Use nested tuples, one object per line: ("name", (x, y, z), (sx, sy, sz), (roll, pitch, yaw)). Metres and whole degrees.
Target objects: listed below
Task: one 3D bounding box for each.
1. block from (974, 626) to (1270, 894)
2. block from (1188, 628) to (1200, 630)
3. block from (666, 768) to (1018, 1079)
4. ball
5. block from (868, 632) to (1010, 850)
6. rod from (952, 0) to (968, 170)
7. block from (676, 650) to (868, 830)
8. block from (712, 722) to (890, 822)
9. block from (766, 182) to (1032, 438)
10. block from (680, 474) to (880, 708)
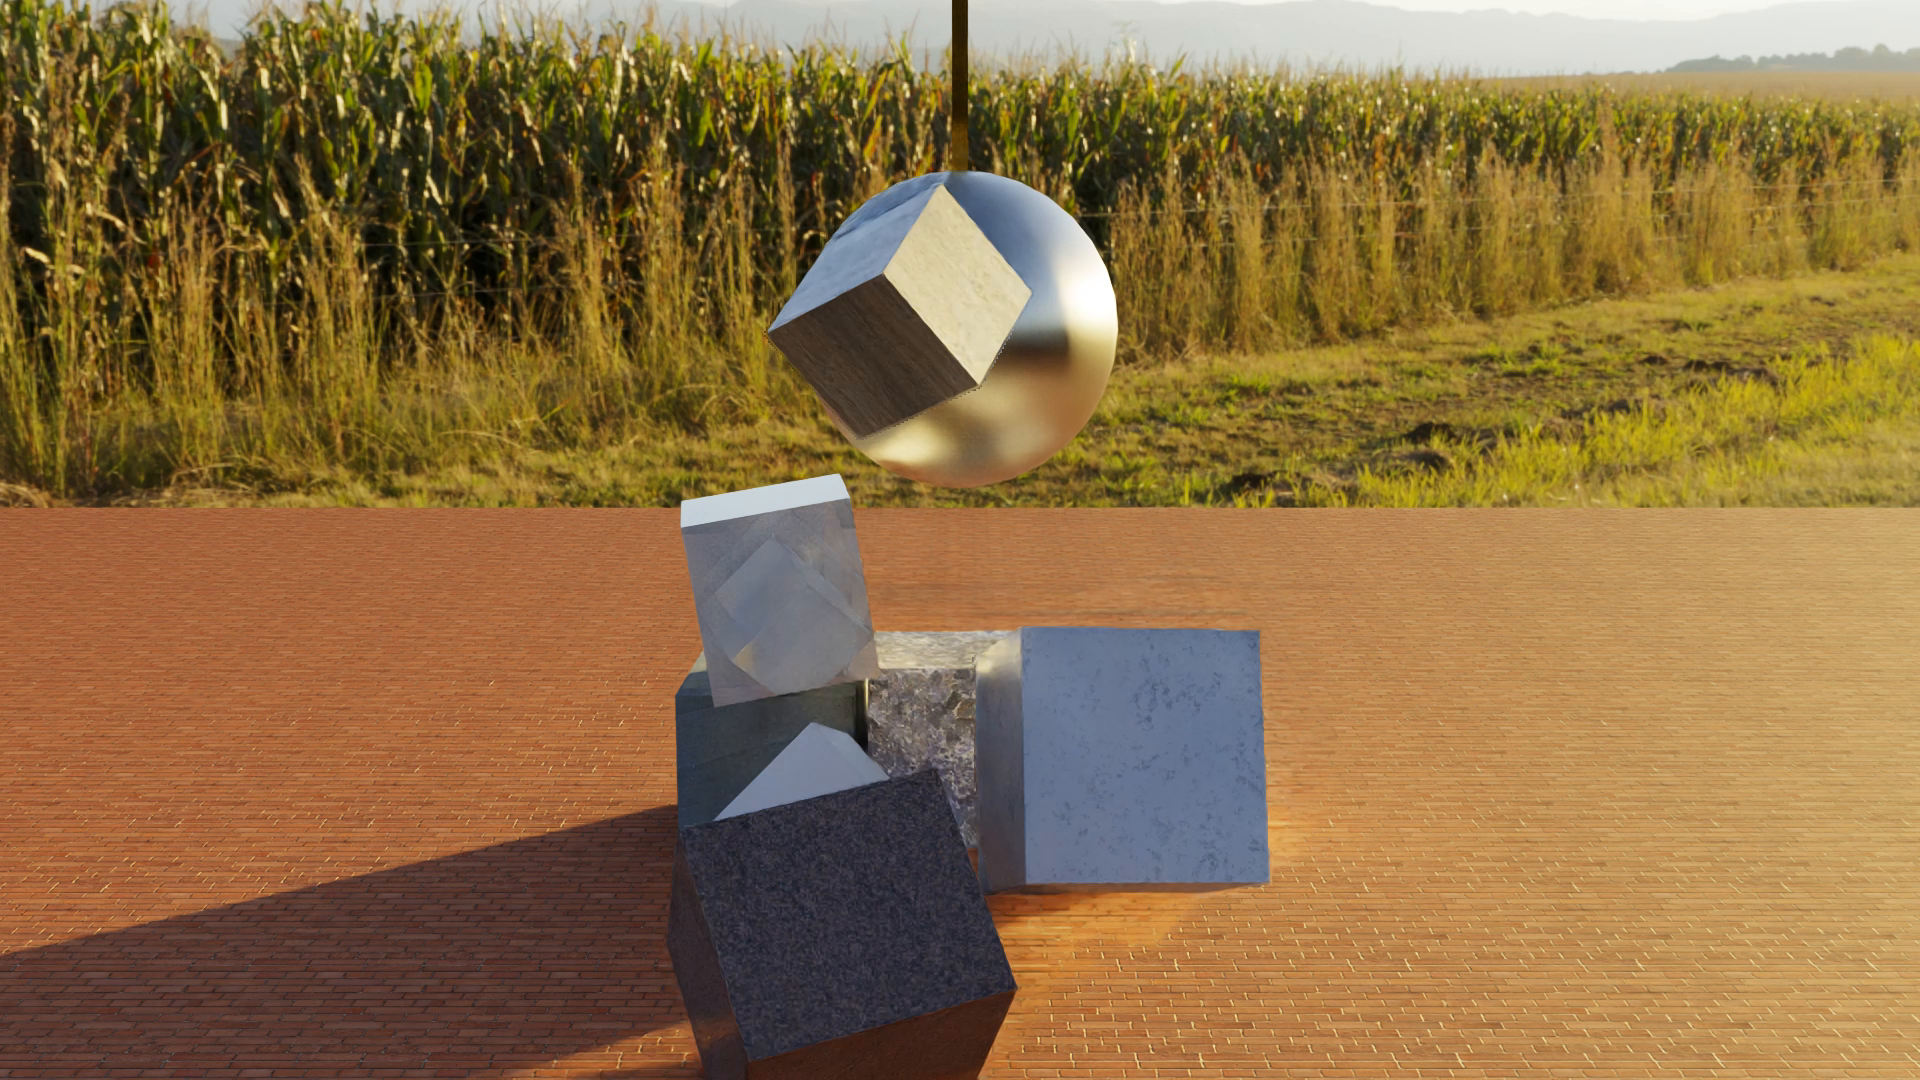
("block", (0.666, 0.962, 9.391), (1.022, 1.040, 0.893), (2, -12, -12))
("block", (0.910, 1.024, 11.311), (0.929, 0.938, 0.998), (0, 10, 1))
("block", (-0.435, 1.443, 7.490), (0.898, 0.821, 0.913), (-12, -31, -18))
("ball", (0.000, -1.064, 11.150), (1.600, 1.600, 1.600), (0, 10, 0))
("block", (-0.035, 1.019, 11.356), (0.838, 0.932, 0.830), (0, 10, 0))
("rod", (0.000, -4.392, 10.452), (0.080, 5.200, 0.080), (0, 12, 0))
("block", (-0.948, 1.080, 11.359), (0.884, 0.811, 0.967), (0, 10, 1))
("block", (-0.527, 1.176, 8.737), (0.610, 0.609, 0.556), (45, 1, 15))
("block", (-0.267, -1.007, 9.744), (0.765, 0.650, 0.664), (-21, 30, 42))
("block", (-0.900, 0.232, 10.927), (0.816, 0.893, 0.782), (-10, 11, -5))
